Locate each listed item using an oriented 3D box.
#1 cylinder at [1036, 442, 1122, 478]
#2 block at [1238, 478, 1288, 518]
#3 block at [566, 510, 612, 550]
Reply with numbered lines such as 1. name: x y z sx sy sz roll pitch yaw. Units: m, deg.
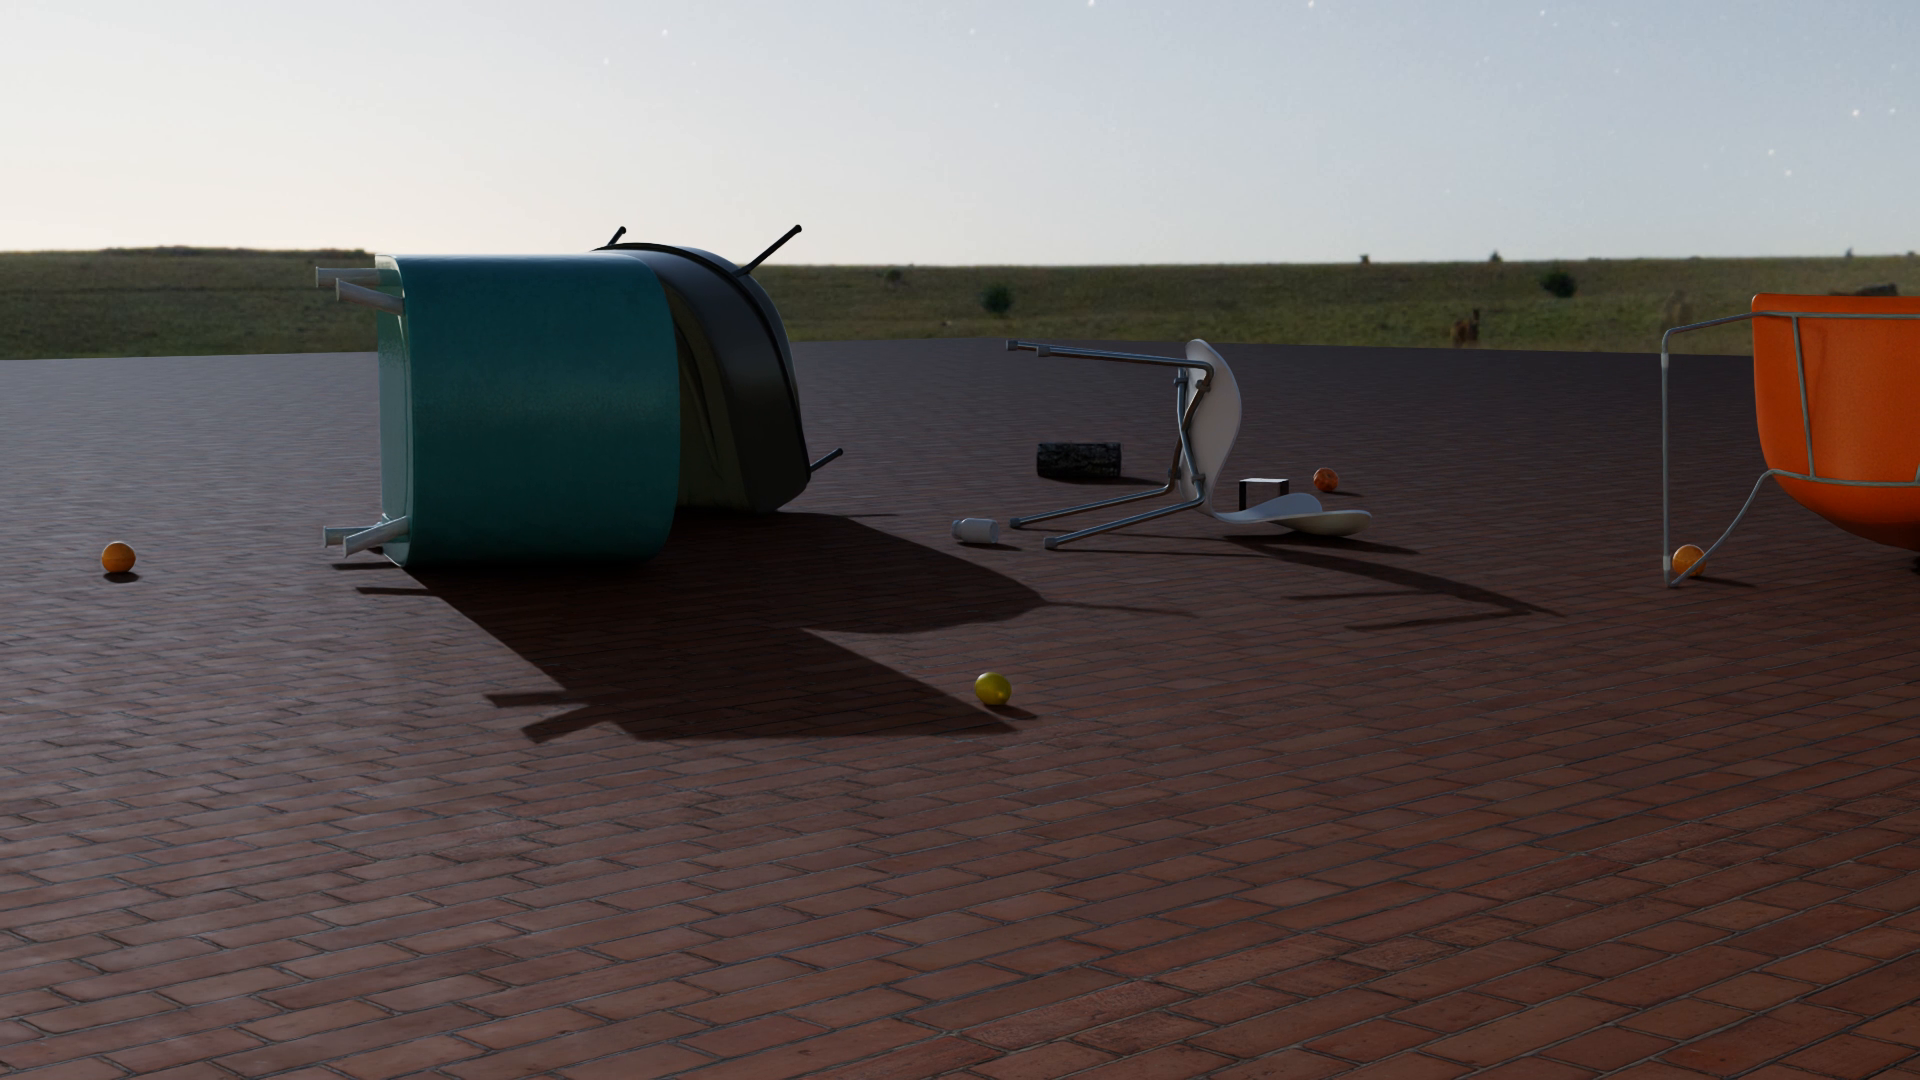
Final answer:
1. cylinder: 0.392 -0.265 8.433 0.261 0.111 0.144 1 17 10
2. block: 0.837 -0.116 7.062 0.110 0.097 0.101 3 6 24
3. block: -0.905 -0.026 6.247 0.076 0.085 0.080 5 8 39
